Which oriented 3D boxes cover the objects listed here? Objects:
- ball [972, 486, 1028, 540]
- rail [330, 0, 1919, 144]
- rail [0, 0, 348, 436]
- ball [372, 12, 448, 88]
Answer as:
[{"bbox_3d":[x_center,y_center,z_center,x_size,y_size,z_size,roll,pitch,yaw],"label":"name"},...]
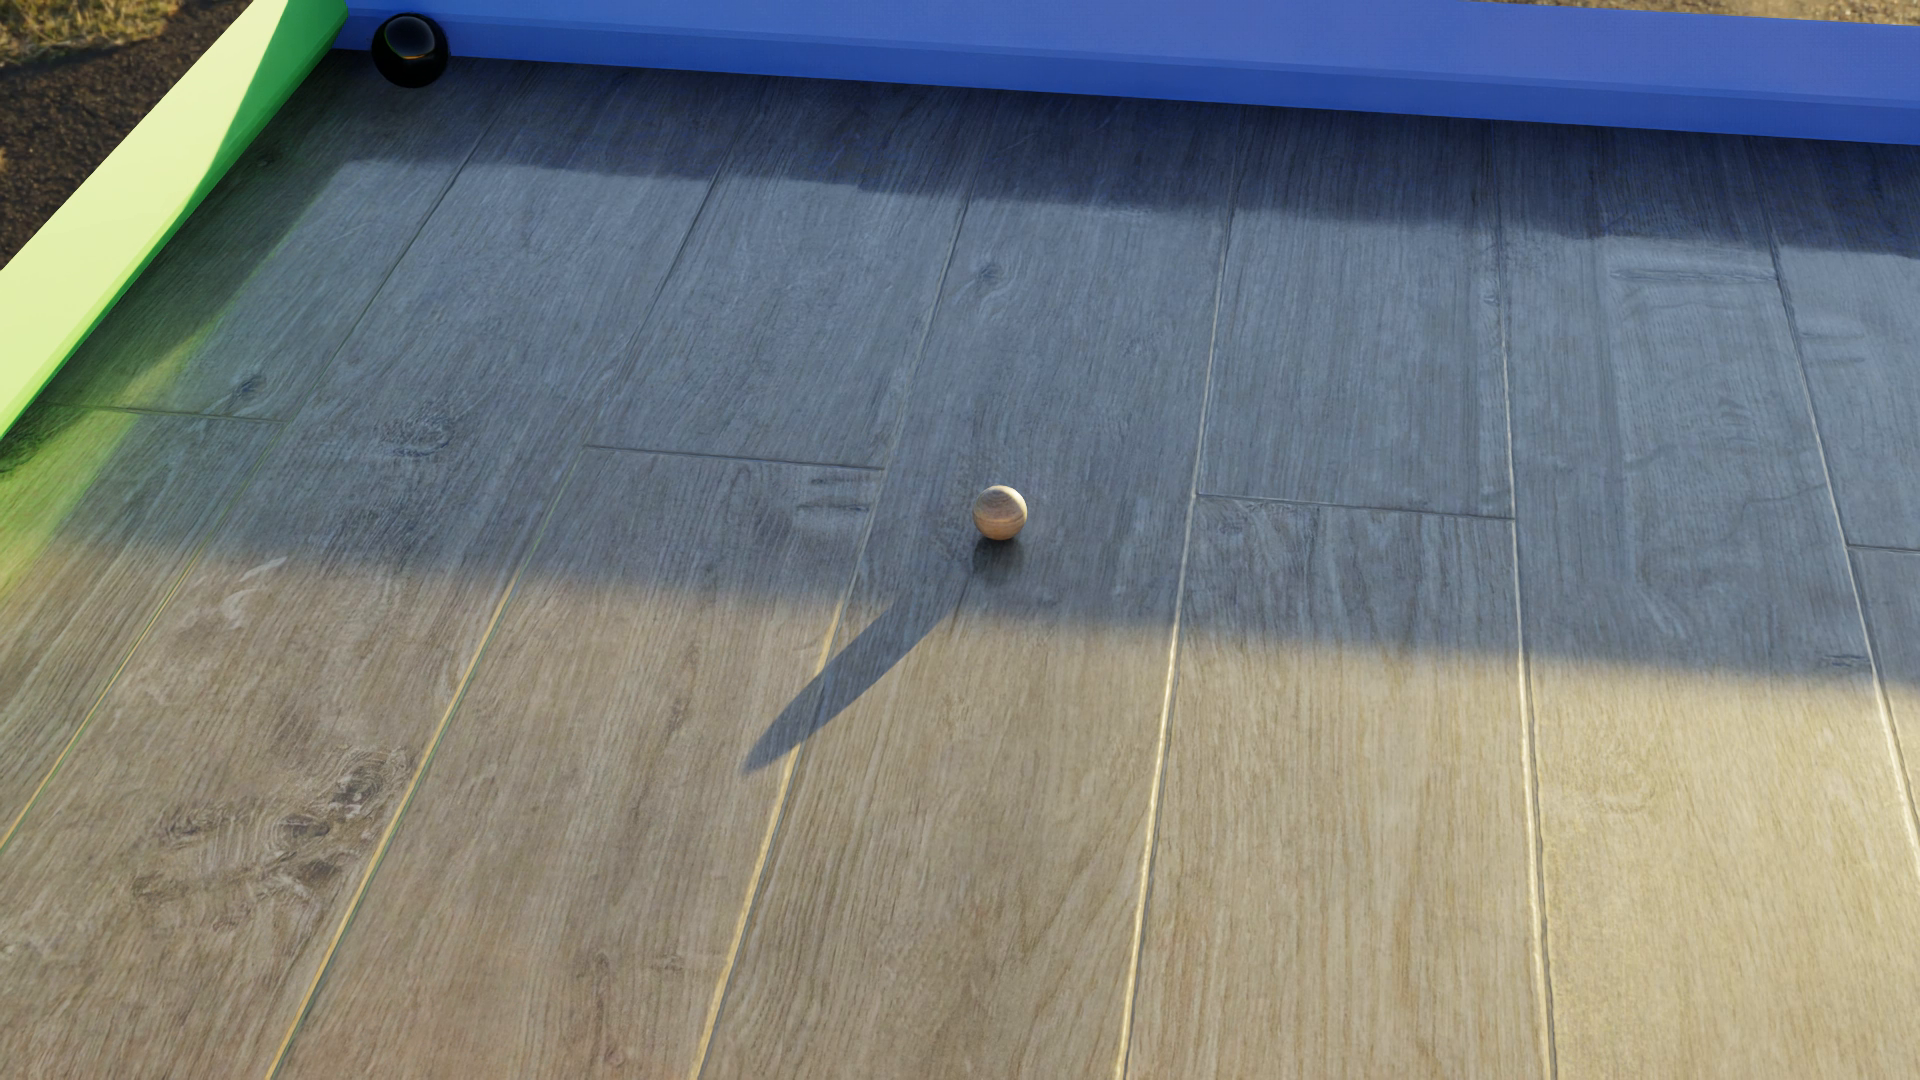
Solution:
[{"bbox_3d":[0.030,-0.021,1.974,0.042,0.042,0.042,0,35,0],"label":"ball"},{"bbox_3d":[0.918,-0.434,2.499,3.225,0.123,0.045,5,35,7],"label":"rail"},{"bbox_3d":[-0.775,-0.089,2.000,0.045,0.123,1.732,5,35,7],"label":"rail"},{"bbox_3d":[-0.566,-0.505,2.643,0.077,0.077,0.077,0,35,0],"label":"ball"}]
